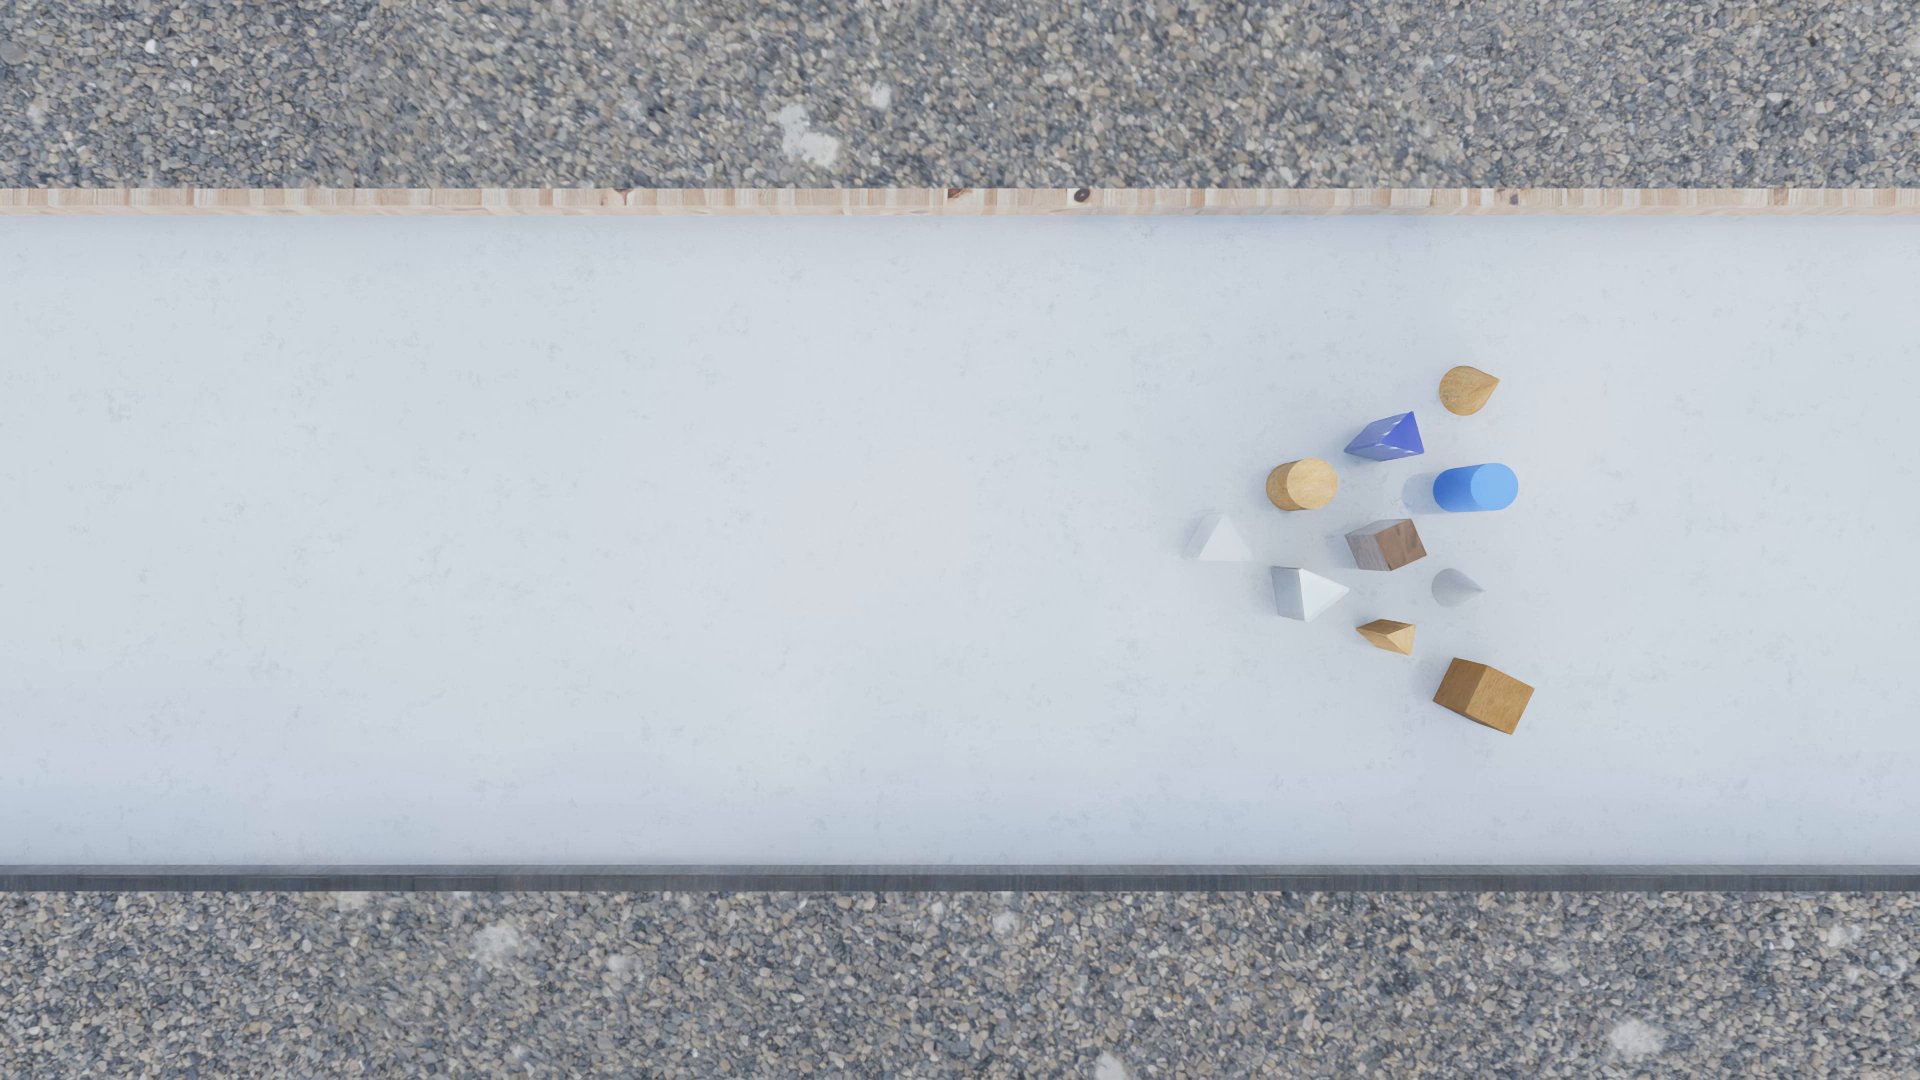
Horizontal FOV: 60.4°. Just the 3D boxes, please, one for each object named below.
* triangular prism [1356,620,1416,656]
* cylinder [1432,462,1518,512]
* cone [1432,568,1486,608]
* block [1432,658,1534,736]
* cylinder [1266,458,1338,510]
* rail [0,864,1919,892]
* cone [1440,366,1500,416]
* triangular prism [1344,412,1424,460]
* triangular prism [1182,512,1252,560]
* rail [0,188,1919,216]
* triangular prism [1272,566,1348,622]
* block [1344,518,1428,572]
[{"bbox_3d":[1.276,0.272,4.891,0.088,0.371,0.076,40,90,0],"label":"triangular prism"},{"bbox_3d":[1.524,-0.152,4.889,0.137,0.375,0.137,0,90,0],"label":"cylinder"},{"bbox_3d":[1.514,0.148,4.908,0.125,0.337,0.125,0,90,0],"label":"cone"},{"bbox_3d":[1.555,0.462,4.912,0.151,0.329,0.151,26,90,0],"label":"block"},{"bbox_3d":[1.015,-0.163,4.914,0.148,0.325,0.148,0,90,0],"label":"cylinder"},{"bbox_3d":[-2.247,1.025,5.001,12.000,0.150,0.050,0,90,0],"label":"rail"},{"bbox_3d":[1.551,-0.460,4.904,0.155,0.345,0.155,0,90,0],"label":"cone"},{"bbox_3d":[1.254,-0.310,4.850,0.123,0.454,0.107,14,90,0],"label":"triangular prism"},{"bbox_3d":[0.760,-0.011,4.898,0.154,0.357,0.133,0,90,0],"label":"triangular prism"},{"bbox_3d":[-2.247,-1.025,5.002,12.000,0.150,0.050,0,90,0],"label":"rail"},{"bbox_3d":[0.997,0.134,4.860,0.152,0.432,0.131,-38,90,0],"label":"triangular prism"},{"bbox_3d":[1.259,0.014,4.894,0.116,0.364,0.116,-24,90,0],"label":"block"}]
